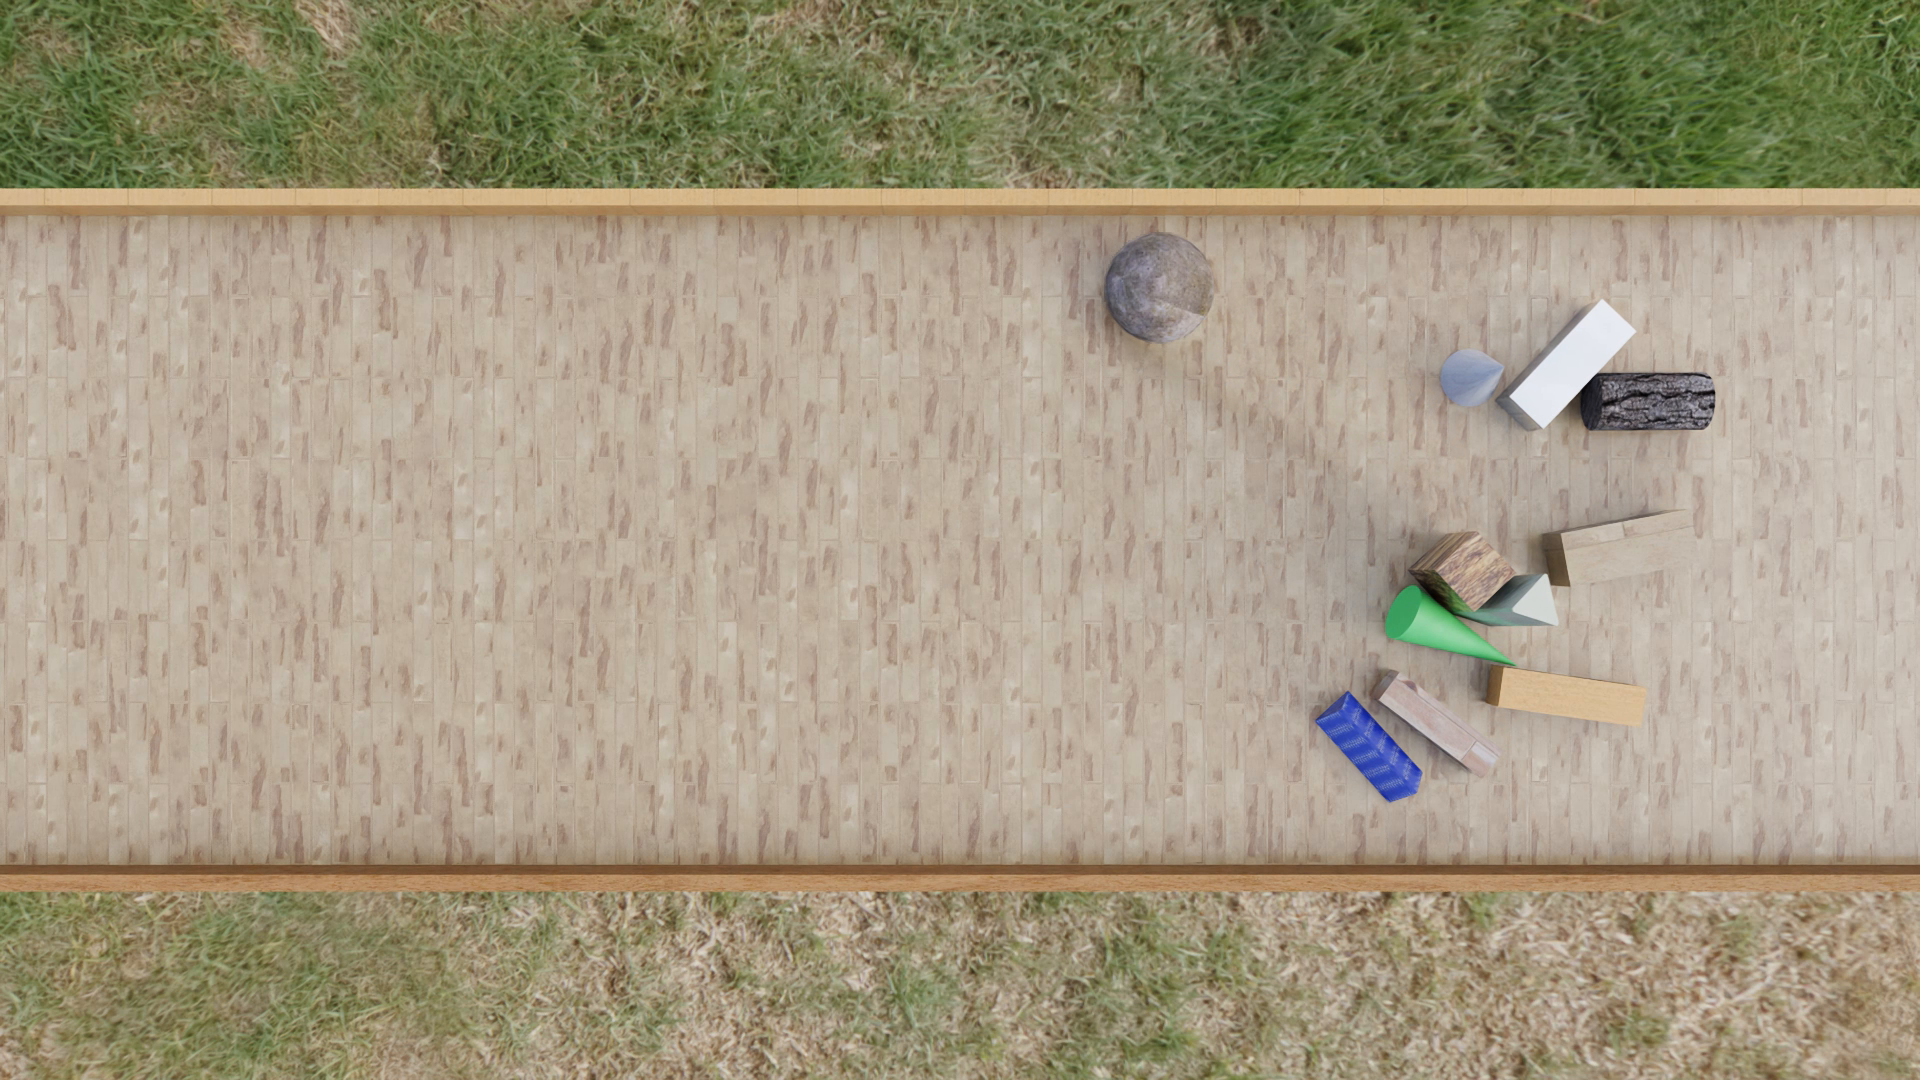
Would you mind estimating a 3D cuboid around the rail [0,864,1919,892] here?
[{"bbox_3d":[-2.247,1.025,5.001,12.000,0.150,0.050,0,90,0],"label":"rail"}]

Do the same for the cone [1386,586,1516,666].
[{"bbox_3d":[1.530,0.304,5.033,0.426,0.176,0.176,25,90,-12],"label":"cone"}]

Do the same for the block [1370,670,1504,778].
[{"bbox_3d":[1.451,0.558,5.024,0.392,0.105,0.105,37,90,0],"label":"block"}]

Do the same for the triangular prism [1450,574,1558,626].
[{"bbox_3d":[1.623,0.169,4.897,0.151,0.352,0.131,17,83,-12],"label":"triangular prism"}]

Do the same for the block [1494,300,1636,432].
[{"bbox_3d":[1.834,-0.527,5.006,0.141,0.141,0.402,44,90,0],"label":"block"}]

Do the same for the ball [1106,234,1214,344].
[{"bbox_3d":[0.595,-0.750,4.915,0.324,0.324,0.324,0,90,0],"label":"ball"}]

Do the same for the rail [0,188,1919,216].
[{"bbox_3d":[-2.247,-1.025,5.002,12.000,0.150,0.050,0,90,0],"label":"rail"}]

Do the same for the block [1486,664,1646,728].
[{"bbox_3d":[1.841,0.473,5.016,0.434,0.120,0.120,8,90,0],"label":"block"}]

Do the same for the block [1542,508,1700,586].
[{"bbox_3d":[1.998,0.024,4.995,0.393,0.162,0.162,-11,90,0],"label":"block"}]

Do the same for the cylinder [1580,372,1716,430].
[{"bbox_3d":[2.078,-0.419,4.990,0.336,0.174,0.174,0,90,0],"label":"cylinder"}]

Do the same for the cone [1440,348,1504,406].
[{"bbox_3d":[1.569,-0.500,4.912,0.178,0.329,0.178,0,90,0],"label":"cone"}]

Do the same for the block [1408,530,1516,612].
[{"bbox_3d":[1.491,0.094,4.916,0.166,0.316,0.166,-43,88,0],"label":"block"}]
